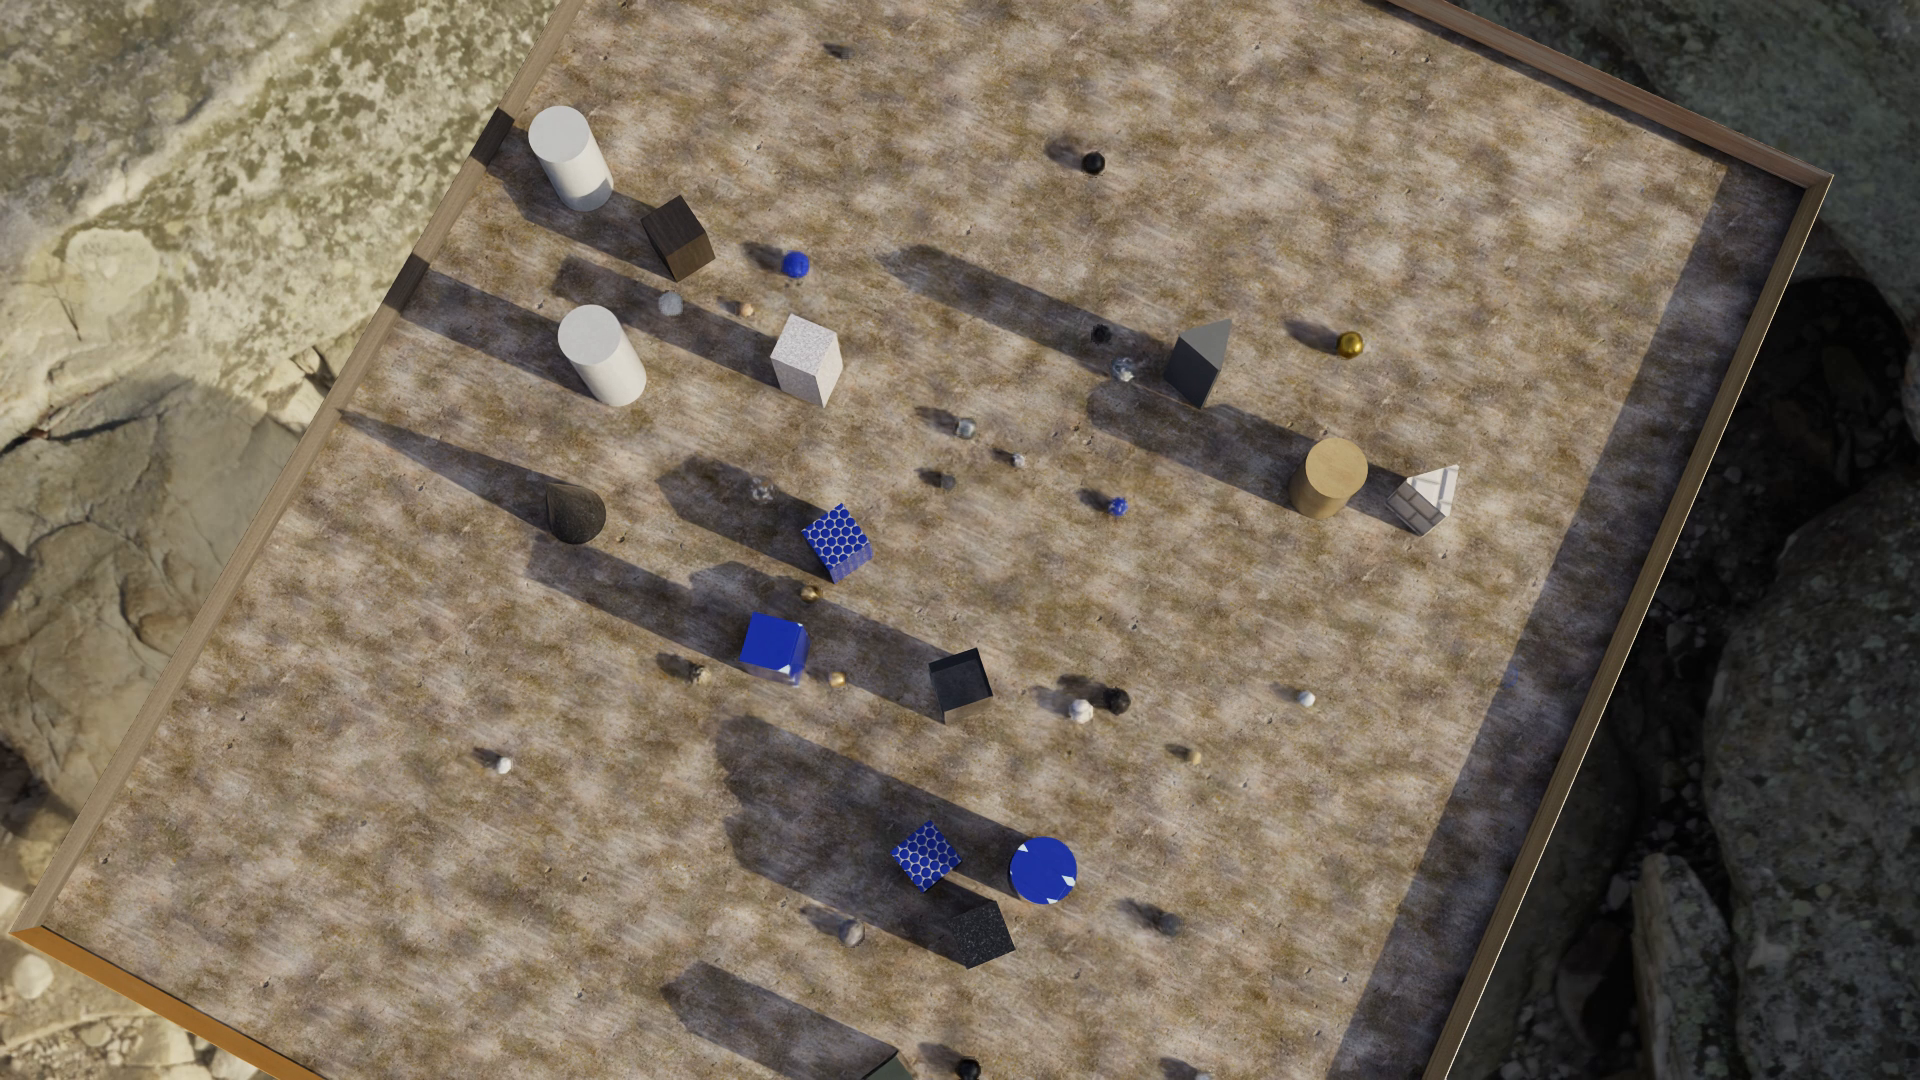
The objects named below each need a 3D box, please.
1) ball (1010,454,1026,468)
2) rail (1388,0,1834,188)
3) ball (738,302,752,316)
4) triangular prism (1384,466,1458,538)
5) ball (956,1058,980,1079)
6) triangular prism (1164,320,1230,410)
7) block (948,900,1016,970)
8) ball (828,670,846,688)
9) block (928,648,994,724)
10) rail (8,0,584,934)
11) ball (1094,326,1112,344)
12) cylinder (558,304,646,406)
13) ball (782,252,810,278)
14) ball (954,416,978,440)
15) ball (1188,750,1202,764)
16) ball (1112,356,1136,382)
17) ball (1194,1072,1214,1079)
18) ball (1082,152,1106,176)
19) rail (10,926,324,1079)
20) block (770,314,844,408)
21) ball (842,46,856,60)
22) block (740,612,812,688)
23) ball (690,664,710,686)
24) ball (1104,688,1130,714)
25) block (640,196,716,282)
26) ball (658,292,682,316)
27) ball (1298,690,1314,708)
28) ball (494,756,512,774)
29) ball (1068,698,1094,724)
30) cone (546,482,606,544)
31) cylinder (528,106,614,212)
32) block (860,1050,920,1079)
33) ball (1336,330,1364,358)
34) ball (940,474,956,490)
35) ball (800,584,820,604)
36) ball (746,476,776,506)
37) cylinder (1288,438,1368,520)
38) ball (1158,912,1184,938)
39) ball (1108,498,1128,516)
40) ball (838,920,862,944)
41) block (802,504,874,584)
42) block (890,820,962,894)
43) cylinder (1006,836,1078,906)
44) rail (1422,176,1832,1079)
[{"bbox_3d":[0.178,-0.242,5.643,0.045,0.045,0.045,0,78,0],"label":"ball"},{"bbox_3d":[1.000,-1.952,5.958,3.853,0.119,0.045,26,80,5],"label":"rail"},{"bbox_3d":[-0.673,-0.722,5.742,0.046,0.046,0.046,0,78,0],"label":"ball"},{"bbox_3d":[1.409,-0.140,5.494,0.158,0.295,0.137,43,82,8],"label":"triangular prism"},{"bbox_3d":[0.026,1.523,5.266,0.069,0.069,0.069,0,78,0],"label":"ball"},{"bbox_3d":[0.740,-0.550,5.515,0.158,0.422,0.137,43,81,8],"label":"triangular prism"},{"bbox_3d":[0.060,1.124,5.223,0.146,0.314,0.146,-21,79,-4],"label":"block"},{"bbox_3d":[-0.369,0.418,5.503,0.052,0.052,0.052,0,78,0],"label":"ball"},{"bbox_3d":[0.002,0.429,5.351,0.146,0.346,0.146,-18,79,-4],"label":"block"},{"bbox_3d":[-1.702,-0.827,5.726,0.045,0.119,4.520,26,80,5],"label":"rail"},{"bbox_3d":[0.444,-0.642,5.721,0.056,0.056,0.056,0,78,0],"label":"ball"},{"bbox_3d":[-1.070,-0.548,5.506,0.182,0.439,0.182,0,78,0],"label":"cylinder"},{"bbox_3d":[-0.514,-0.863,5.751,0.086,0.086,0.086,0,78,0],"label":"ball"},{"bbox_3d":[0.019,-0.344,5.650,0.073,0.073,0.073,0,78,0],"label":"ball"},{"bbox_3d":[0.699,0.648,5.461,0.043,0.043,0.043,0,78,0],"label":"ball"},{"bbox_3d":[0.508,-0.530,5.686,0.078,0.078,0.078,0,78,0],"label":"ball"},{"bbox_3d":[0.702,1.558,5.264,0.060,0.060,0.060,0,78,0],"label":"ball"},{"bbox_3d":[0.426,-1.197,5.826,0.074,0.074,0.074,0,78,0],"label":"ball"},{"bbox_3d":[-1.000,1.965,5.149,3.853,0.119,0.045,26,80,5],"label":"rail"},{"bbox_3d":[-0.461,-0.538,5.550,0.146,0.347,0.146,23,79,5],"label":"block"},{"bbox_3d":[-0.360,-1.572,5.918,0.046,0.046,0.046,0,78,0],"label":"ball"},{"bbox_3d":[-0.539,0.325,5.381,0.146,0.330,0.146,15,79,3],"label":"block"},{"bbox_3d":[-0.780,0.406,5.499,0.065,0.065,0.065,0,78,0],"label":"ball"},{"bbox_3d":[0.469,0.482,5.476,0.079,0.079,0.079,0,78,0],"label":"ball"},{"bbox_3d":[-0.874,-0.934,5.692,0.146,0.229,0.146,-34,80,-7],"label":"block"},{"bbox_3d":[-0.907,-0.738,5.731,0.074,0.074,0.074,0,78,0],"label":"ball"},{"bbox_3d":[1.038,0.476,5.493,0.049,0.049,0.049,0,78,0],"label":"ball"},{"bbox_3d":[-1.360,0.671,5.452,0.050,0.050,0.050,0,78,0],"label":"ball"},{"bbox_3d":[0.362,0.511,5.474,0.072,0.072,0.072,0,78,0],"label":"ball"},{"bbox_3d":[-1.179,-0.119,5.419,0.182,0.435,0.182,0,78,0],"label":"cone"},{"bbox_3d":[-1.198,-1.173,5.662,0.182,0.385,0.182,0,78,0],"label":"cylinder"},{"bbox_3d":[-0.190,1.548,5.156,0.146,0.274,0.146,-36,81,-7],"label":"block"},{"bbox_3d":[1.213,-0.606,5.697,0.087,0.087,0.087,0,78,0],"label":"ball"},{"bbox_3d":[-0.036,-0.176,5.627,0.050,0.050,0.050,0,78,0],"label":"ball"},{"bbox_3d":[-0.453,0.164,5.552,0.059,0.059,0.059,0,78,0],"label":"ball"},{"bbox_3d":[-0.606,-0.151,5.601,0.091,0.091,0.091,0,78,0],"label":"ball"},{"bbox_3d":[1.103,-0.182,5.506,0.182,0.289,0.182,0,78,0],"label":"cylinder"},{"bbox_3d":[0.615,1.123,5.348,0.072,0.072,0.072,0,78,0],"label":"ball"},{"bbox_3d":[0.485,-0.100,5.607,0.059,0.059,0.059,0,78,0],"label":"ball"},{"bbox_3d":[-0.319,1.144,5.343,0.071,0.071,0.071,0,78,0],"label":"ball"},{"bbox_3d":[-0.366,0.012,5.500,0.146,0.223,0.146,-35,80,-7],"label":"block"},{"bbox_3d":[-0.096,0.919,5.304,0.146,0.240,0.146,-39,81,-7],"label":"block"},{"bbox_3d":[0.229,0.945,5.212,0.182,0.409,0.182,0,78,0],"label":"cylinder"},{"bbox_3d":[1.702,0.840,5.381,0.045,0.119,4.520,26,80,5],"label":"rail"}]
